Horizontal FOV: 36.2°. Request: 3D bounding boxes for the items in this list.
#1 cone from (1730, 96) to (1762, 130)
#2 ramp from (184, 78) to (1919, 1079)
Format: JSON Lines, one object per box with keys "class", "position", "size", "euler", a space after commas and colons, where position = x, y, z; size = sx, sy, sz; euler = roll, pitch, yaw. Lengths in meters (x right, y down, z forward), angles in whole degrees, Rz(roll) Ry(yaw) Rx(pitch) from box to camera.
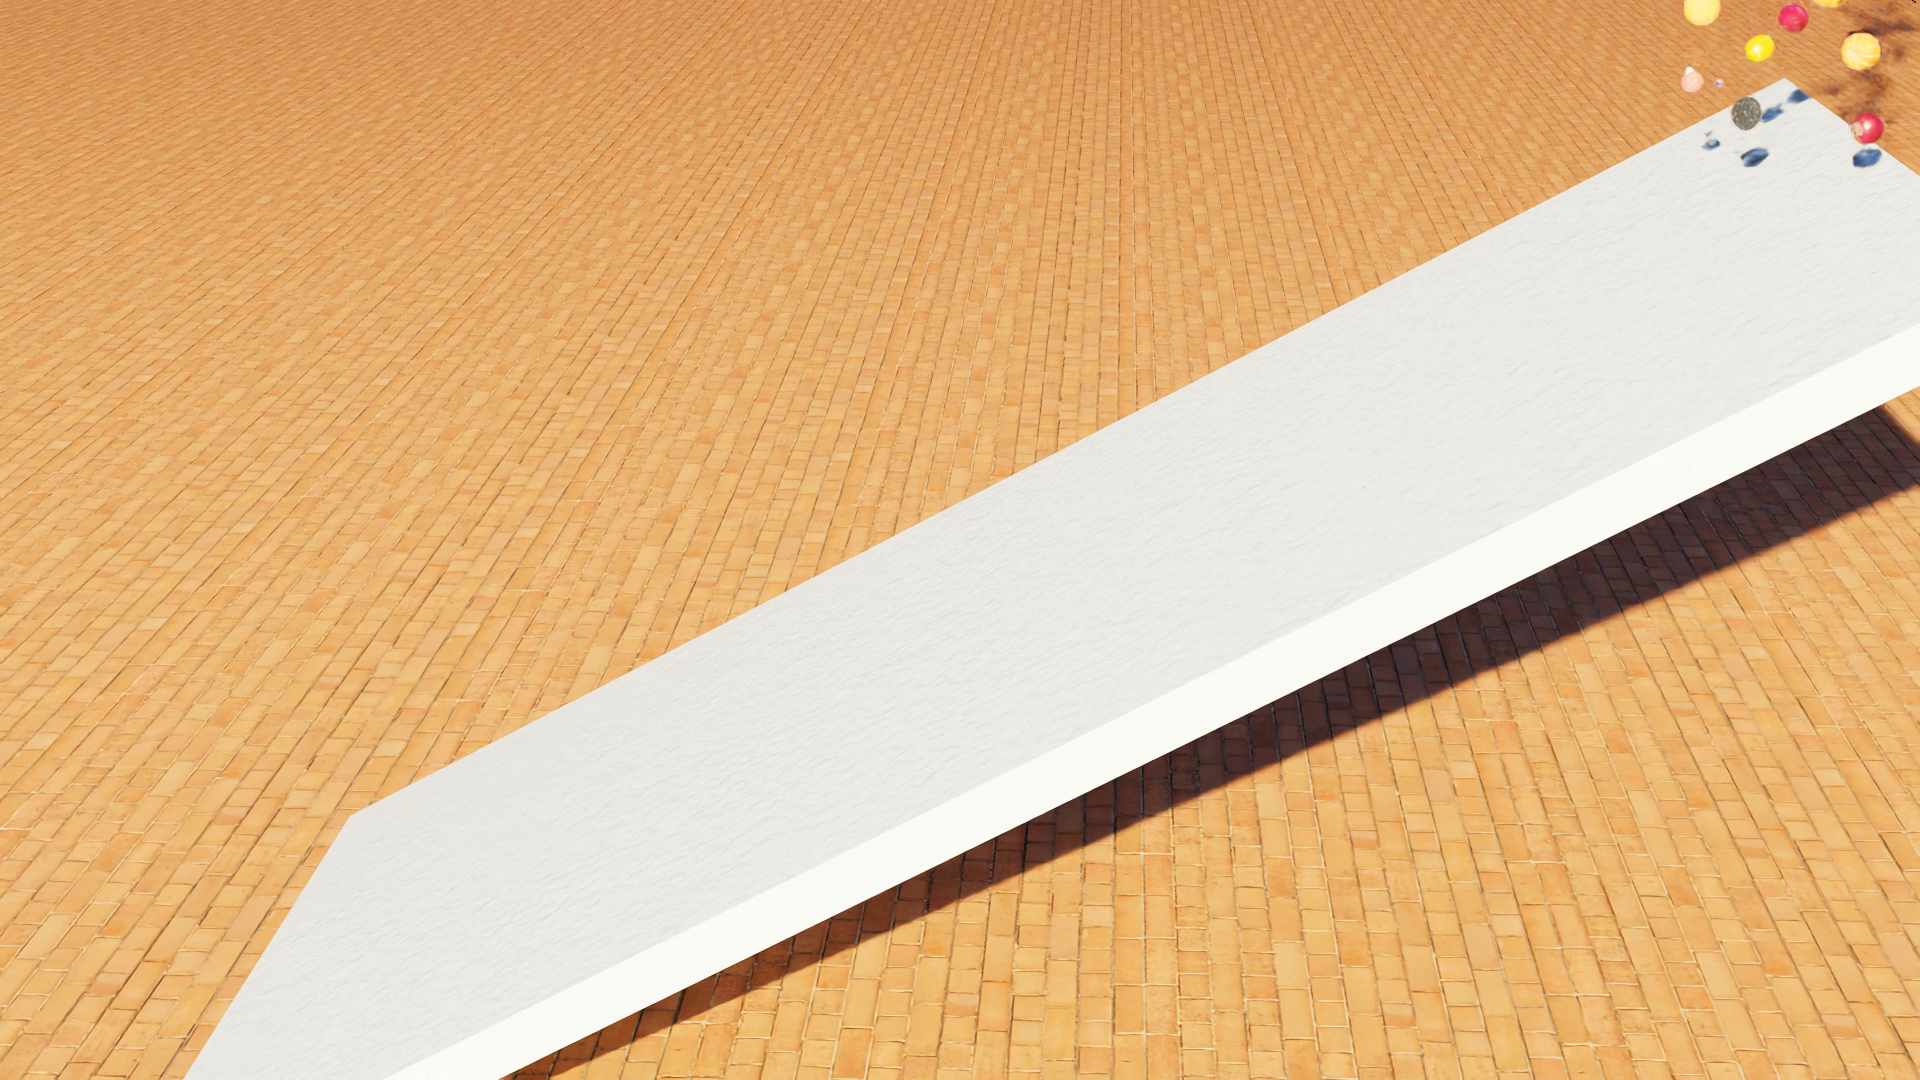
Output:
{"class": "cone", "position": [1.547, -0.850, 5.849], "size": [0.066, 0.066, 0.066], "euler": [-5, 13, -16]}
{"class": "ramp", "position": [0.141, 0.167, 6.282], "size": [4.000, 0.100, 2.000], "euler": [-27, 14, 11]}
